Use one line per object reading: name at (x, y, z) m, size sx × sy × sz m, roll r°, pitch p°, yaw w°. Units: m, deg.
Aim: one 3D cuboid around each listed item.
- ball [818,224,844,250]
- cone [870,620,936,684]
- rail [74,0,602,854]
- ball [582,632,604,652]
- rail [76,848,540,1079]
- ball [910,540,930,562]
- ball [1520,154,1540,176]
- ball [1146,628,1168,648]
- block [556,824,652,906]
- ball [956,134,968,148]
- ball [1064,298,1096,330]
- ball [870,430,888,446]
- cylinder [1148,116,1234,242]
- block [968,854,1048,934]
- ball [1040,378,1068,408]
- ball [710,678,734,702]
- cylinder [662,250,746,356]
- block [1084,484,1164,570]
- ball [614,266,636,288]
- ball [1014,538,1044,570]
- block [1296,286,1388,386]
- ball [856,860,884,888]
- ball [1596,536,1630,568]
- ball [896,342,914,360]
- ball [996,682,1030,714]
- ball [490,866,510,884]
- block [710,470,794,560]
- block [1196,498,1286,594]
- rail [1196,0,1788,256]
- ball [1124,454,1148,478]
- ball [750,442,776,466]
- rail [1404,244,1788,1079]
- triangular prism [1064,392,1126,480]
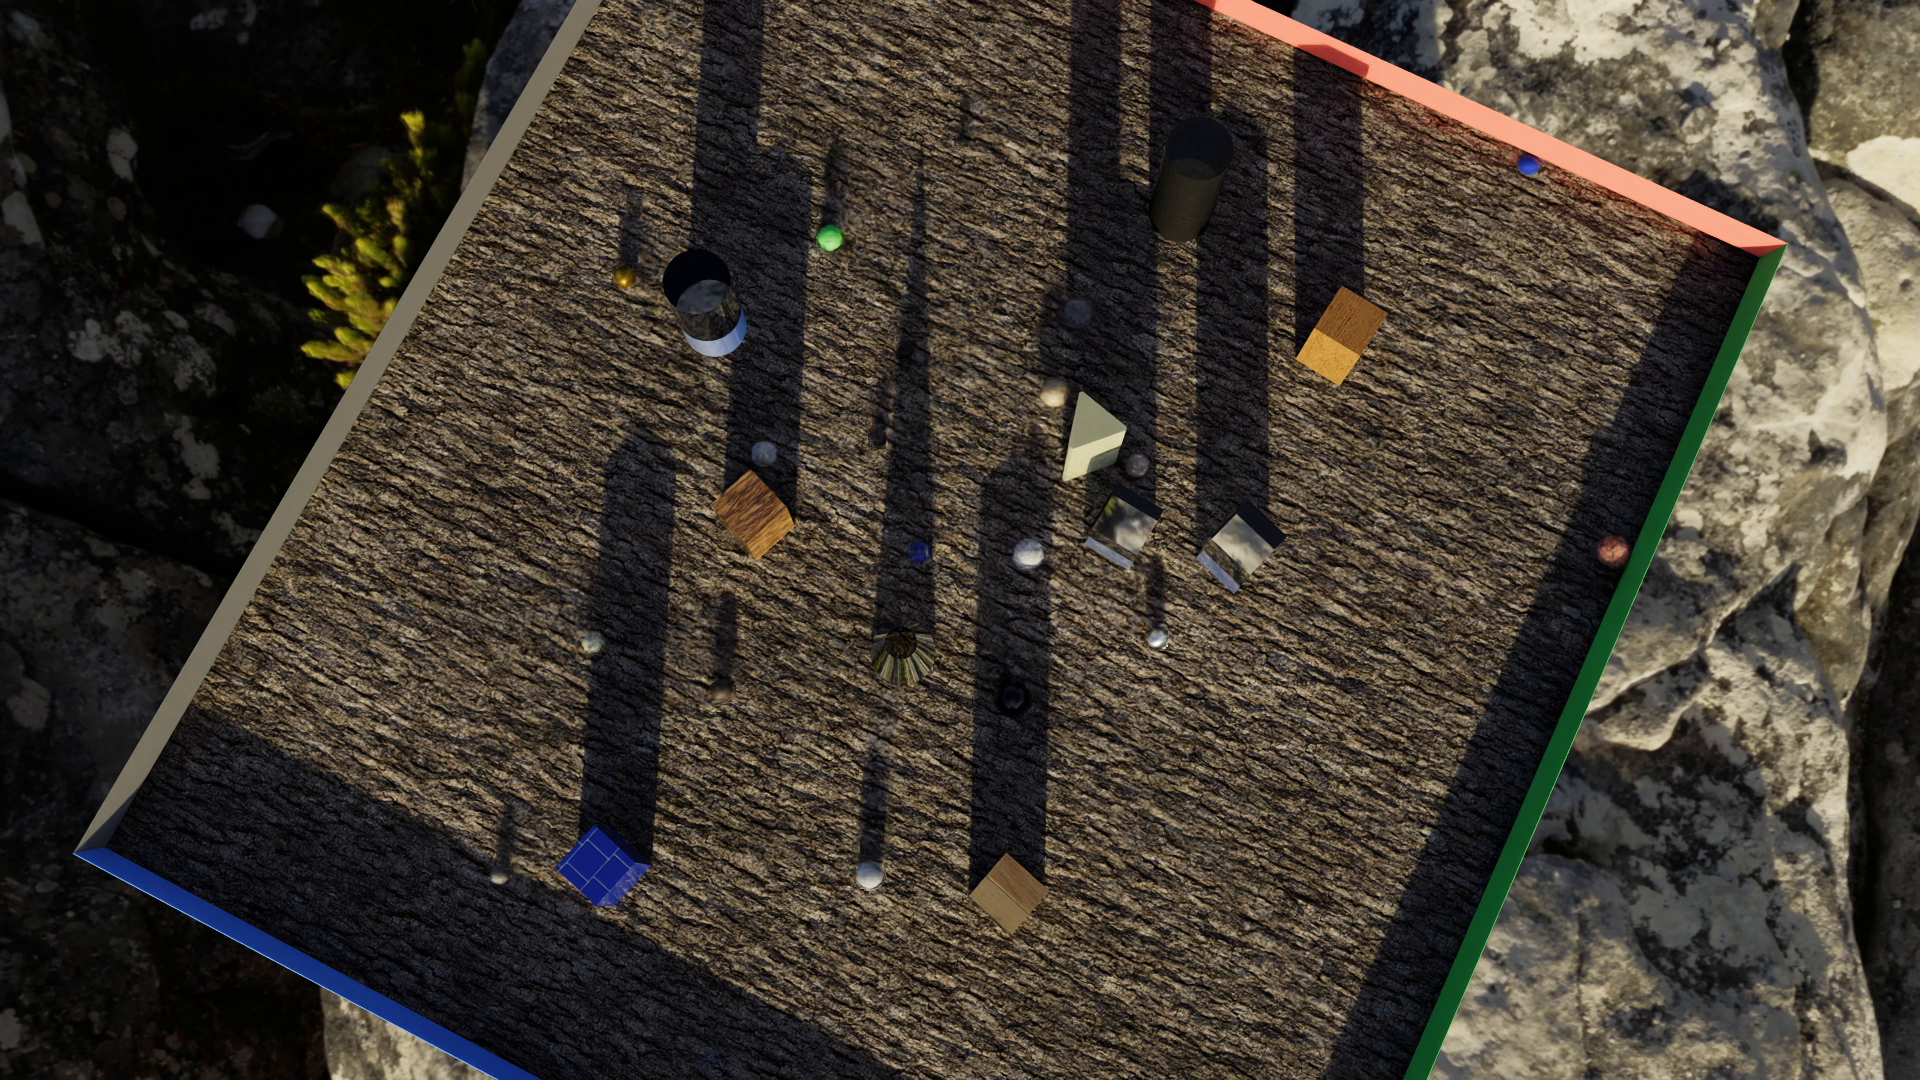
ball at (-0.408, -0.953, 5.773) m, size 0.080 × 0.080 × 0.080 m, roll 0°, pitch 78°, yaw 0°
cone at (-0.173, 0.299, 5.354) m, size 0.199 × 0.393 × 0.199 m, roll 0°, pitch 78°, yaw 0°
rail at (-1.658, -0.805, 5.716) m, size 0.045 × 0.129 × 3.962 m, roll 26°, pitch 80°, yaw 5°
ball at (-1.107, 0.308, 5.520) m, size 0.063 × 0.063 × 0.063 m, roll 0°, pitch 78°, yaw 0°
rail at (-0.875, 1.721, 5.193) m, size 3.755 × 0.129 × 0.045 m, roll 26°, pitch 80°, yaw 5°
ball at (-0.122, 0.035, 5.576) m, size 0.066 × 0.066 × 0.066 m, roll 0°, pitch 78°, yaw 0°
ball at (1.814, -1.193, 5.830) m, size 0.066 × 0.066 × 0.066 m, roll 0°, pitch 78°, yaw 0°
ball at (0.594, 0.296, 5.524) m, size 0.061 × 0.061 × 0.061 m, roll 0°, pitch 78°, yaw 0°
block at (-1.023, 0.940, 5.276) m, size 0.159 × 0.285 × 0.159 m, roll 41°, pitch 81°, yaw 8°
ball at (0.009, -1.277, 5.860) m, size 0.040 × 0.040 × 0.040 m, roll 0°, pitch 78°, yaw 0°
ball at (0.371, -0.705, 5.712) m, size 0.099 × 0.099 × 0.099 m, roll 0°, pitch 78°, yaw 0°
ball at (-0.251, -0.313, 5.655) m, size 0.052 × 0.052 × 0.052 m, roll 0°, pitch 78°, yaw 0°
cylinder at (0.700, -1.092, 5.589) m, size 0.199 × 0.497 × 0.199 m, roll 0°, pitch 78°, yaw 0°
block at (0.137, 1.016, 5.261) m, size 0.159 × 0.285 × 0.159 m, roll 41°, pitch 81°, yaw 8°
ball at (0.291, -0.456, 5.665) m, size 0.090 × 0.090 × 0.090 m, roll 0°, pitch 78°, yaw 0°
ball at (-0.714, 0.449, 5.487) m, size 0.071 × 0.071 × 0.071 m, roll 0°, pitch 78°, yaw 0°
cylinder at (-0.769, -0.713, 5.553) m, size 0.199 × 0.414 × 0.199 m, roll 0°, pitch 78°, yaw 0°
block at (0.490, -0.038, 5.497) m, size 0.159 × 0.249 × 0.159 m, roll 31°, pitch 80°, yaw 6°
ball at (-1.053, -0.826, 5.752) m, size 0.069 × 0.069 × 0.069 m, roll 0°, pitch 78°, yaw 0°
ball at (0.209, 0.042, 5.560) m, size 0.094 × 0.094 × 0.094 m, roll 0°, pitch 78°, yaw 0°
block at (1.160, -0.620, 5.587) m, size 0.159 × 0.309 × 0.159 m, roll 33°, pitch 80°, yaw 6°
ball at (-0.265, 0.980, 5.372) m, size 0.081 × 0.081 × 0.081 m, roll 0°, pitch 78°, yaw 0°
ball at (1.982, 0.036, 5.559) m, size 0.098 × 0.098 × 0.098 m, roll 0°, pitch 78°, yaw 0°
ball at (-0.171, -0.590, 5.713) m, size 0.051 × 0.051 × 0.051 m, roll 0°, pitch 78°, yaw 0°
ball at (0.158, 0.471, 5.470) m, size 0.096 × 0.096 × 0.096 m, roll 0°, pitch 78°, yaw 0°
ball at (-1.352, 0.985, 5.386) m, size 0.053 × 0.053 × 0.053 m, roll 0°, pitch 78°, yaw 0°
block at (-0.620, -0.073, 5.497) m, size 0.159 × 0.264 × 0.159 m, roll -43°, pitch 81°, yaw -8°
block at (0.833, 0.022, 5.449) m, size 0.159 × 0.319 × 0.159 m, roll 44°, pitch 82°, yaw 8°
rail at (0.875, -1.708, 5.903) m, size 3.755 × 0.129 × 0.045 m, roll 26°, pitch 80°, yaw 5°
ball at (0.541, -0.228, 5.627) m, size 0.072 × 0.072 × 0.072 m, roll 0°, pitch 78°, yaw 0°
ball at (-0.603, -0.263, 5.631) m, size 0.078 × 0.078 × 0.078 m, roll 0°, pitch 78°, yaw 0°
rail at (1.658, 0.819, 5.380) m, size 0.045 × 0.129 × 3.962 m, roll 26°, pitch 80°, yaw 5°
triangular prism at (0.375, -0.321, 5.482) m, size 0.172 × 0.394 × 0.149 m, roll -19°, pitch 79°, yaw -4°
